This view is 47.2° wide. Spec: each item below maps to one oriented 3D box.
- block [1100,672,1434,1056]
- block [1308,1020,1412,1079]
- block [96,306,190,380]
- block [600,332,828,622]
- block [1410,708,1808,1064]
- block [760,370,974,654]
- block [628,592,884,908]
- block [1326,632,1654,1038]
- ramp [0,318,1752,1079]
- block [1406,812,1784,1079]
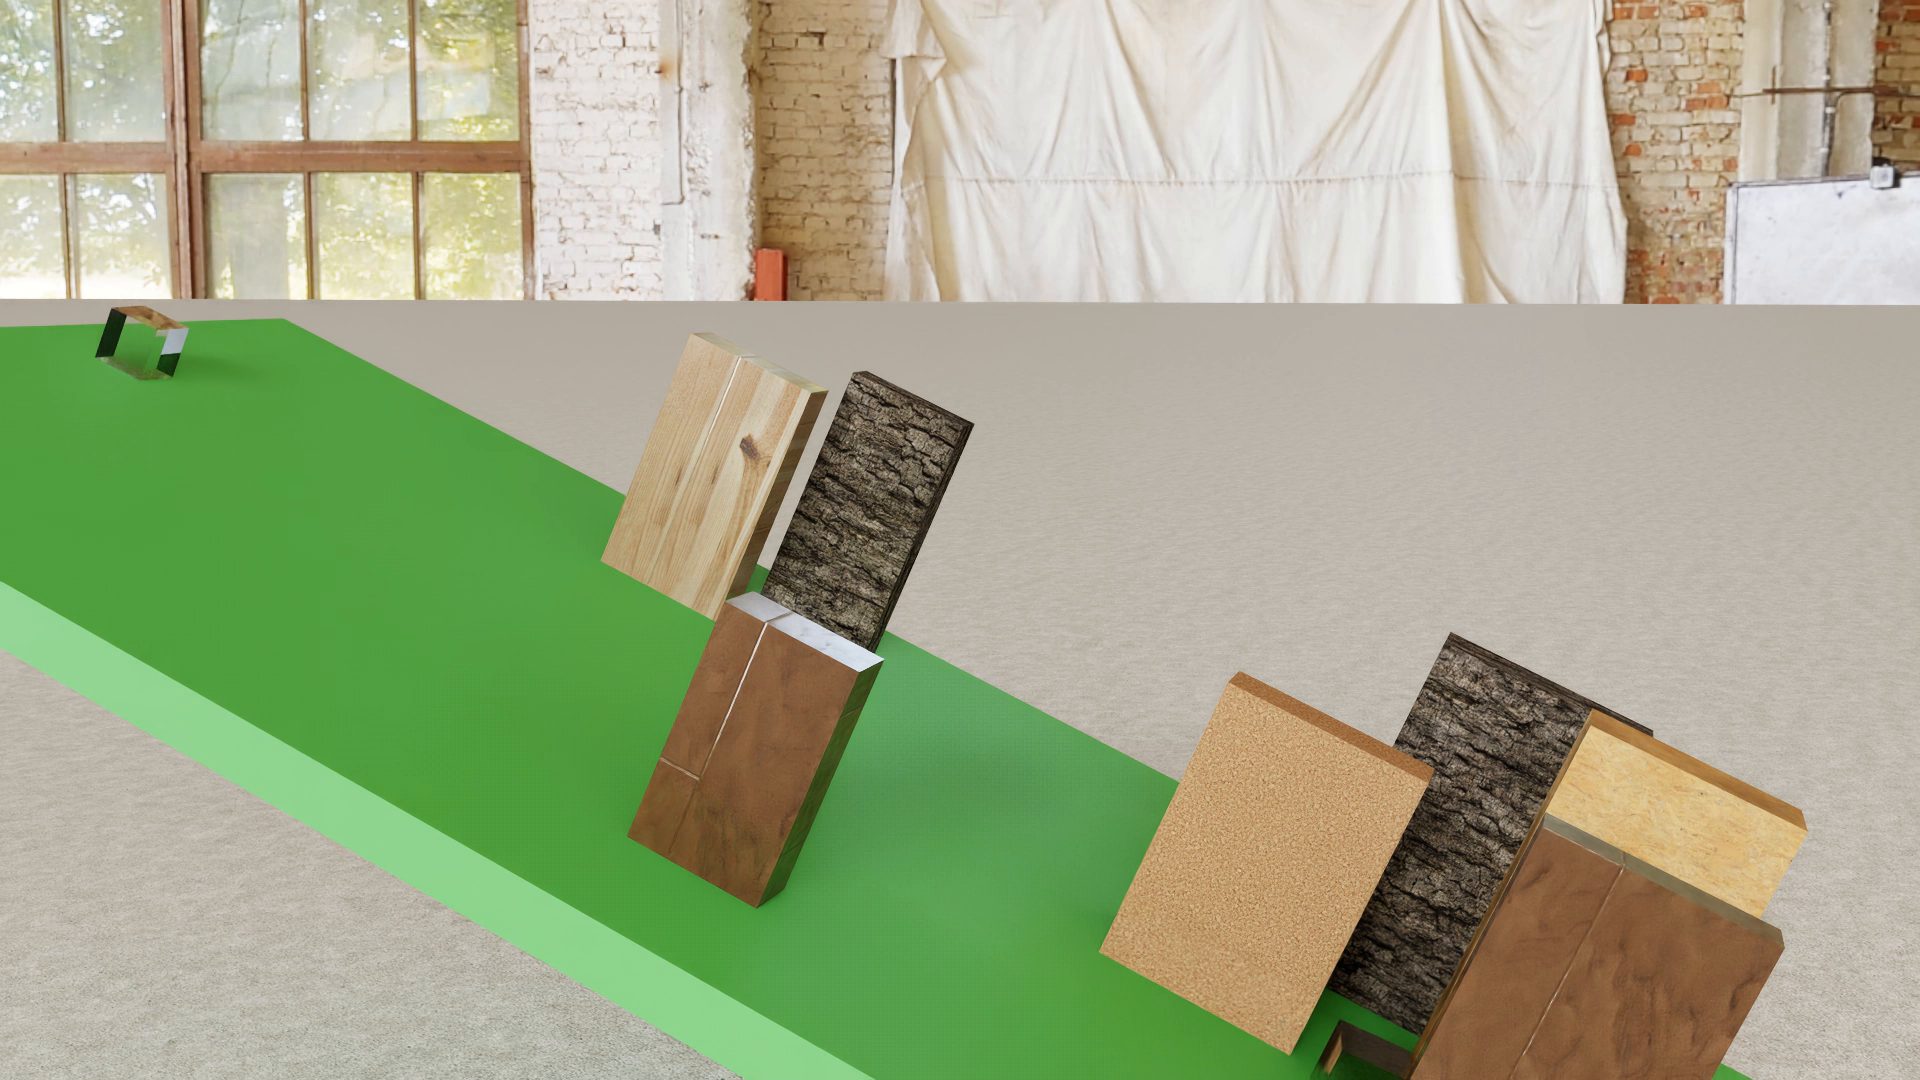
[{"bbox_3d":[0.531,0.560,3.831,0.373,0.543,0.116,27,14,13],"label":"block"},{"bbox_3d":[0.662,0.899,3.640,0.128,0.128,0.128,24,13,3],"label":"block"},{"bbox_3d":[-1.743,-0.420,4.689,0.117,0.117,0.117,26,13,9],"label":"block"},{"bbox_3d":[-0.530,-0.137,4.734,0.296,0.541,0.106,27,14,13],"label":"block"},{"bbox_3d":[1.025,0.708,3.598,0.360,0.772,0.146,27,14,13],"label":"block"},{"bbox_3d":[-0.213,-0.055,4.884,0.277,0.575,0.086,27,14,13],"label":"block"},{"bbox_3d":[-0.327,0.332,3.504,0.244,0.426,0.118,27,14,13],"label":"block"},{"bbox_3d":[0.950,0.581,4.132,0.408,0.696,0.136,27,14,13],"label":"block"},{"bbox_3d":[-0.277,0.477,4.177,4.000,0.100,2.000,27,14,13],"label":"ramp"},{"bbox_3d":[0.779,0.776,2.980,0.334,0.741,0.084,27,14,13],"label":"block"}]
